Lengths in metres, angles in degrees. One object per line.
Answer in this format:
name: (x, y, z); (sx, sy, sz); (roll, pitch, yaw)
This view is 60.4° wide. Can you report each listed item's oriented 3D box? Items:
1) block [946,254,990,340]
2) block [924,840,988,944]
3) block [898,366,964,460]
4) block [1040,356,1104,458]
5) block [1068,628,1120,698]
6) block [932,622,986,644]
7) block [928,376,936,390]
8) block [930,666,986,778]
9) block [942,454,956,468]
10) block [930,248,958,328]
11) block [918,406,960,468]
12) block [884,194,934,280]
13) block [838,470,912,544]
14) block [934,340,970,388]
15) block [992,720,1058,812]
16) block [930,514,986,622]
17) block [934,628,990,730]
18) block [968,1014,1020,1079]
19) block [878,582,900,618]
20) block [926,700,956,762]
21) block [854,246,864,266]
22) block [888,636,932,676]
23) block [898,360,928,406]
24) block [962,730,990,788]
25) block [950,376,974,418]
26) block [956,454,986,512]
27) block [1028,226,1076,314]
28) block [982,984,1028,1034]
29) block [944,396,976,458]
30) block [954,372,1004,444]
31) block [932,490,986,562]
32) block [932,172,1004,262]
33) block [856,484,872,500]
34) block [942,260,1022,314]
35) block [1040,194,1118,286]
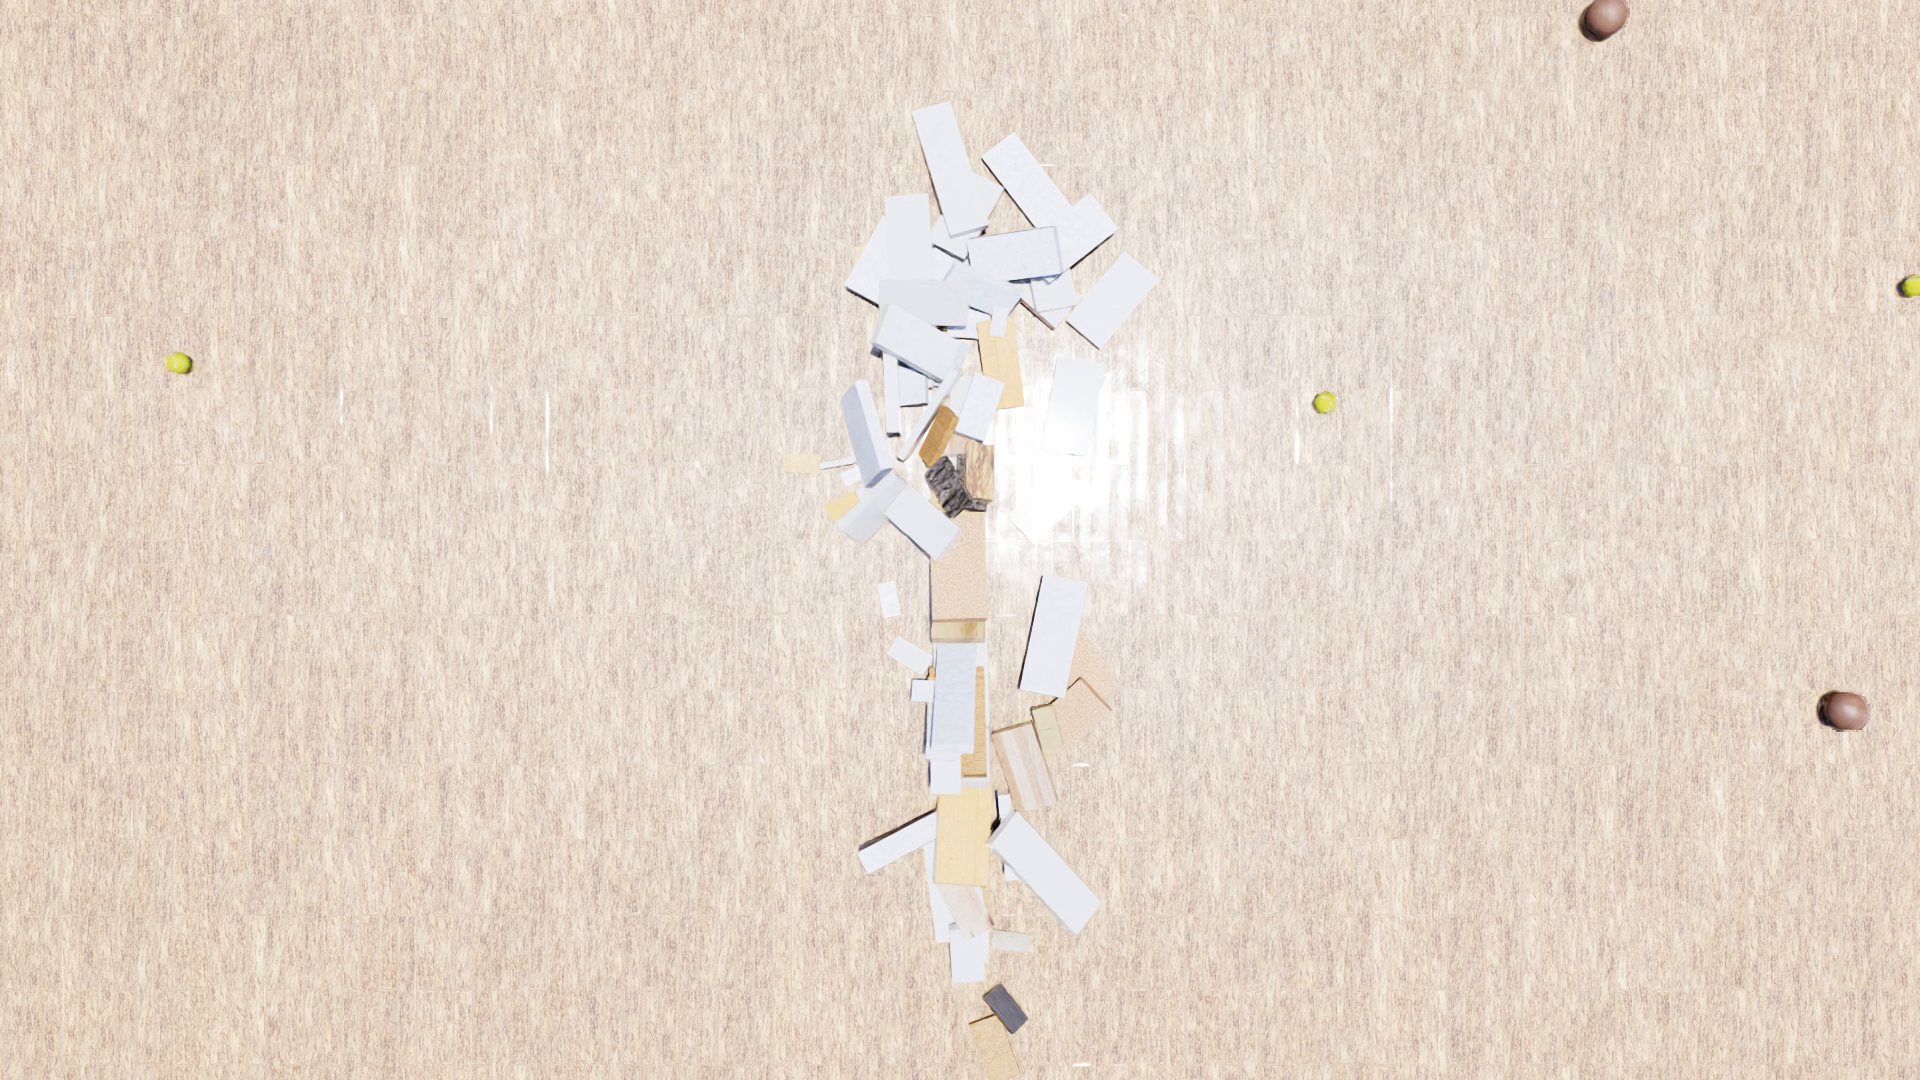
block: (0.037, -0.834, 5.480); (0.140, 0.040, 0.329); (4, 90, 0)
block: (-0.016, 1.134, 5.403); (0.170, 0.048, 0.340); (-8, 87, 0)
block: (-0.097, -0.416, 5.408); (0.027, 0.094, 0.346); (34, 105, 5)
block: (0.373, -0.443, 5.478); (0.156, 0.044, 0.311); (10, 90, 0)
block: (0.385, 0.400, 5.464); (0.148, 0.042, 0.297); (-35, 91, 0)
block: (-0.005, 0.165, 5.411); (0.174, 0.049, 0.348); (0, 68, 0)
block: (-0.104, -0.592, 5.473); (0.083, 0.023, 0.166); (18, 90, 24)
block: (-0.007, 0.584, 5.299); (0.178, 0.050, 0.356); (-1, 68, 0)
block: (-0.015, -0.230, 5.438); (0.104, 0.030, 0.209); (3, 72, 1)
block: (-0.097, -0.807, 5.441); (0.140, 0.040, 0.280); (31, 93, 1)
block: (-0.070, -0.339, 5.426); (0.027, 0.094, 0.188); (13, 113, -34)
block: (-0.164, -0.982, 5.400); (0.143, 0.041, 0.286); (-4, 89, 4)
block: (-0.272, -0.105, 5.417); (0.254, 0.127, 0.036); (-44, 52, 9)
block: (-0.034, -0.582, 5.465); (0.083, 0.023, 0.166); (23, 90, 39)
block: (0.216, 0.751, 5.450); (0.140, 0.040, 0.279); (-16, 96, 13)
block: (-0.006, 0.090, 5.334); (0.174, 0.049, 0.348); (-2, 74, 0)
block: (0.003, 0.445, 5.410); (0.178, 0.050, 0.356); (-1, 68, 0)
block: (0.115, 1.692, 5.485); (0.107, 0.030, 0.213); (-20, 90, 0)
block: (-0.236, 0.198, 5.492); (0.058, 0.016, 0.115); (-11, 90, 0)
block: (-0.056, 0.606, 5.220); (0.094, 0.027, 0.187); (3, 68, 2)
block: (-0.221, -0.892, 5.481); (0.262, 0.037, 0.131); (7, 90, 0)
block: (-0.166, 0.386, 5.490); (0.139, 0.020, 0.069); (31, 90, 0)
block: (-0.154, -0.539, 5.458); (0.094, 0.027, 0.187); (-5, 82, 23)
block: (0.005, 0.636, 5.385); (0.178, 0.050, 0.356); (-1, 58, 0)
block: (0.008, -0.460, 5.453); (0.083, 0.023, 0.166); (2, 72, 1)
block: (0.038, -0.187, 5.395); (0.094, 0.027, 0.187); (4, 72, -15)
block: (0.289, -0.893, 5.430); (0.136, 0.039, 0.273); (-11, 88, -10)
block: (0.152, 1.555, 5.473); (0.076, 0.022, 0.152); (-38, 90, -28)
block: (-0.001, -0.377, 5.454); (0.104, 0.030, 0.209); (0, 72, 0)
block: (0.064, -0.434, 5.412); (0.104, 0.030, 0.209); (20, 78, -5)
block: (-0.003, -0.054, 5.428); (0.174, 0.049, 0.348); (0, 74, 0)
block: (0.019, -1.071, 5.453); (0.140, 0.040, 0.280); (28, 81, 5)
block: (-0.290, -0.130, 5.487); (0.124, 0.018, 0.062); (41, 99, 0)
block: (0.066, -0.815, 5.383); (0.247, 0.123, 0.035); (19, 48, -19)
block: (0.356, -0.986, 5.406); (0.298, 0.042, 0.149); (-39, 93, -9)
